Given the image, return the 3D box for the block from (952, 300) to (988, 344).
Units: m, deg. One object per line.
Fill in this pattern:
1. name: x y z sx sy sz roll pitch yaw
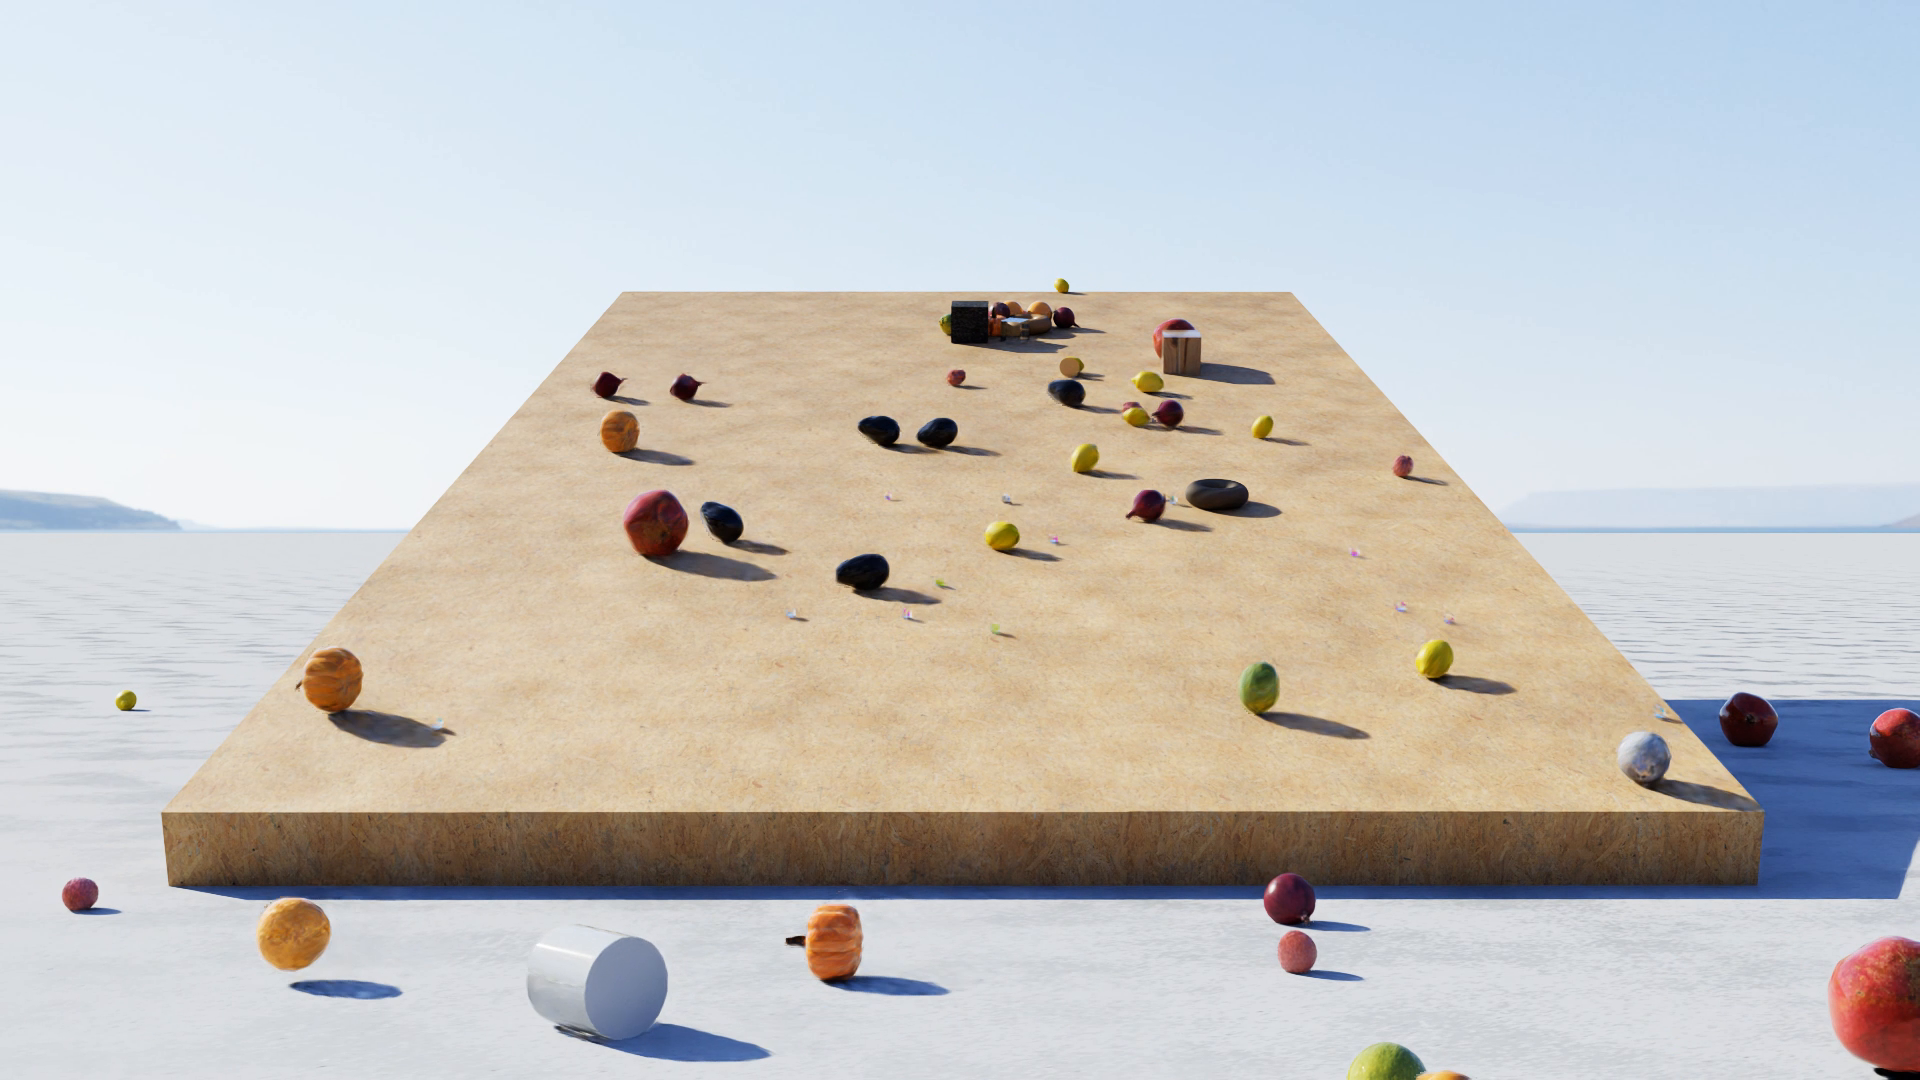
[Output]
1. block: 0.026 -0.576 5.819 0.097 0.097 0.097 0 16 1

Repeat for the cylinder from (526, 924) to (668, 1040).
1. cylinder: -0.325 0.395 1.975 0.090 0.090 0.090 0 0 -45

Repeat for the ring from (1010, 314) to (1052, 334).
1. ring: 0.183 -0.582 5.939 0.130 0.043 0.130 -1 15 0

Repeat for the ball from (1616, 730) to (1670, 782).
1. ball: 0.881 0.279 2.839 0.067 0.067 0.067 0 0 0

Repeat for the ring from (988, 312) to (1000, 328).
1. ring: 0.051 -0.598 6.008 0.112 0.037 0.112 -1 15 0

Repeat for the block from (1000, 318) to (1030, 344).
1. block: 0.145 -0.552 5.809 0.056 0.056 0.056 8 17 25

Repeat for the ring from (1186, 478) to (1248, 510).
1. ring: 0.489 -0.087 4.190 0.121 0.040 0.121 1 15 0

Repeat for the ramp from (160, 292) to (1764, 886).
1. ramp: -0.002 -0.155 4.685 2.000 0.100 4.000 0 16 0

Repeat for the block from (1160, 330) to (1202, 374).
1. block: 0.545 -0.464 5.430 0.091 0.091 0.091 0 16 2

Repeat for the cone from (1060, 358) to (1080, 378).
1. cone: 0.263 -0.415 5.385 0.050 0.050 0.050 0 -11 -8
